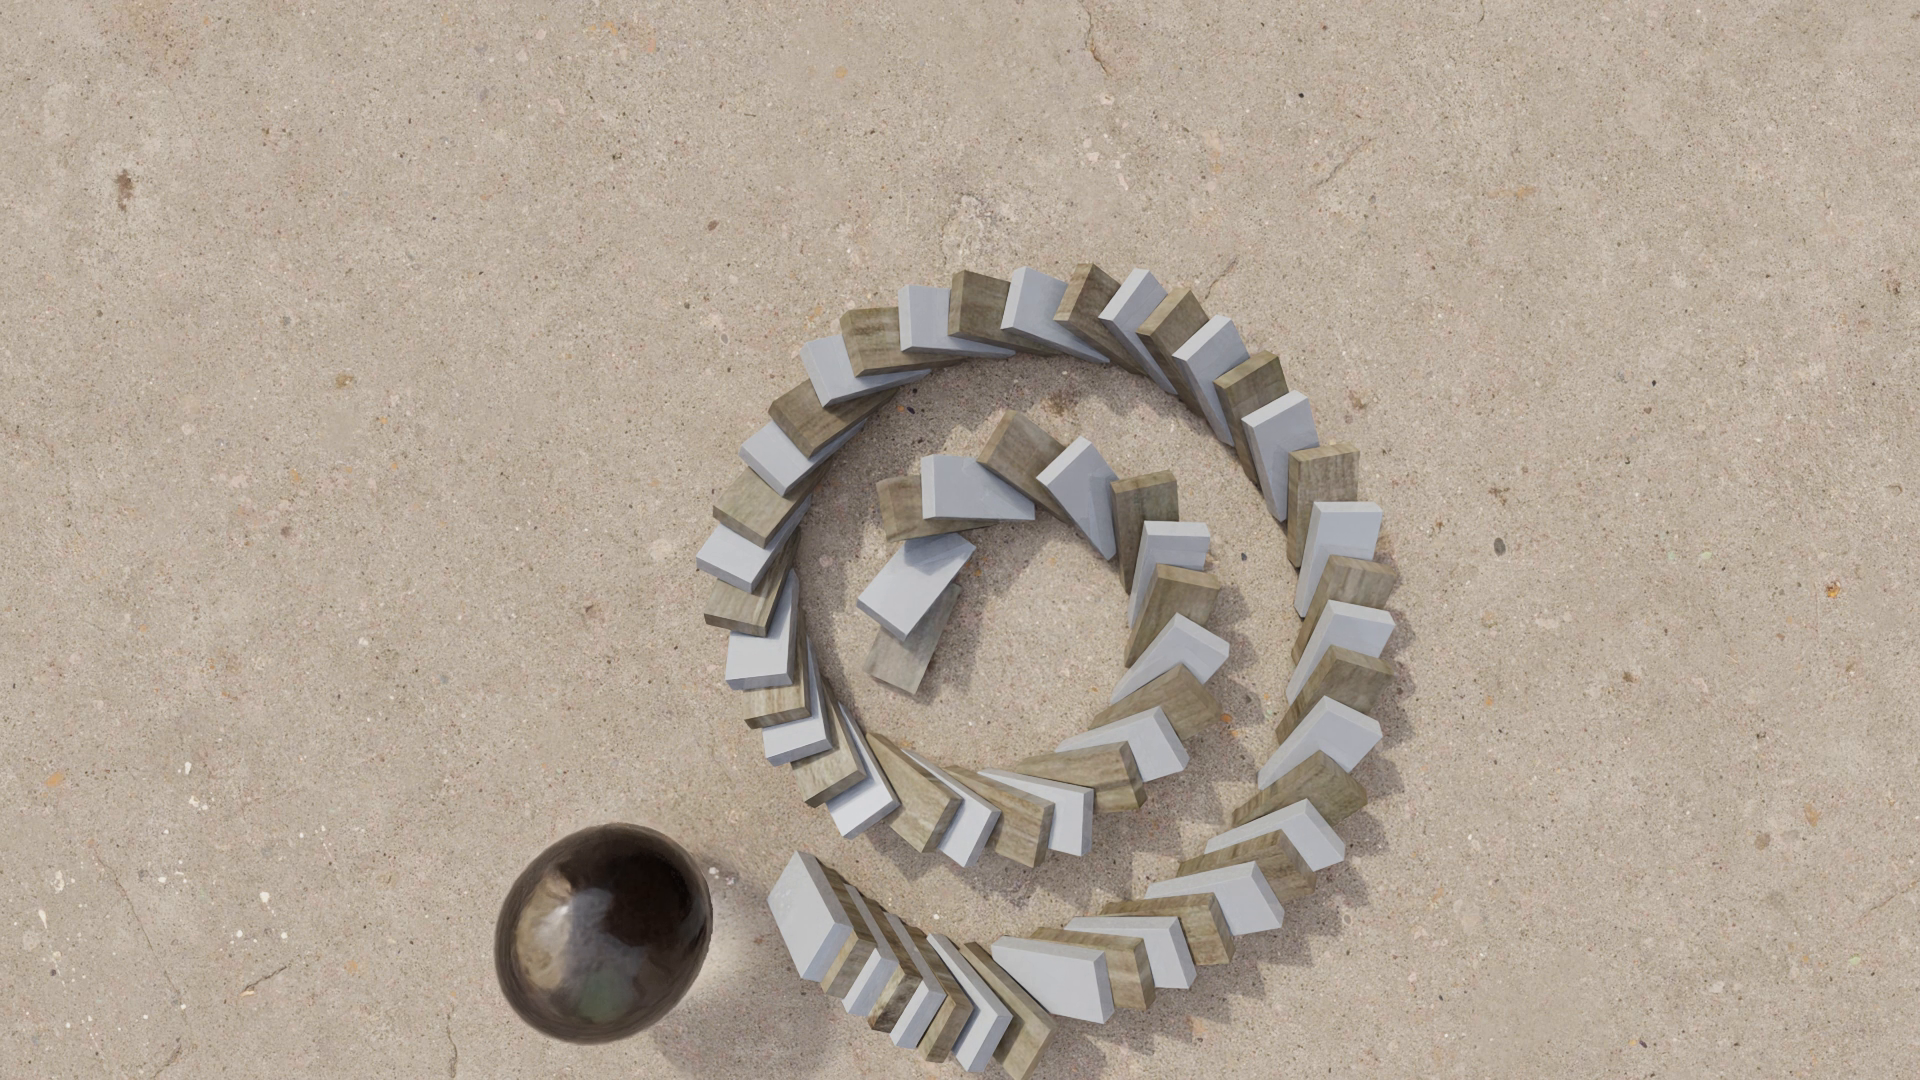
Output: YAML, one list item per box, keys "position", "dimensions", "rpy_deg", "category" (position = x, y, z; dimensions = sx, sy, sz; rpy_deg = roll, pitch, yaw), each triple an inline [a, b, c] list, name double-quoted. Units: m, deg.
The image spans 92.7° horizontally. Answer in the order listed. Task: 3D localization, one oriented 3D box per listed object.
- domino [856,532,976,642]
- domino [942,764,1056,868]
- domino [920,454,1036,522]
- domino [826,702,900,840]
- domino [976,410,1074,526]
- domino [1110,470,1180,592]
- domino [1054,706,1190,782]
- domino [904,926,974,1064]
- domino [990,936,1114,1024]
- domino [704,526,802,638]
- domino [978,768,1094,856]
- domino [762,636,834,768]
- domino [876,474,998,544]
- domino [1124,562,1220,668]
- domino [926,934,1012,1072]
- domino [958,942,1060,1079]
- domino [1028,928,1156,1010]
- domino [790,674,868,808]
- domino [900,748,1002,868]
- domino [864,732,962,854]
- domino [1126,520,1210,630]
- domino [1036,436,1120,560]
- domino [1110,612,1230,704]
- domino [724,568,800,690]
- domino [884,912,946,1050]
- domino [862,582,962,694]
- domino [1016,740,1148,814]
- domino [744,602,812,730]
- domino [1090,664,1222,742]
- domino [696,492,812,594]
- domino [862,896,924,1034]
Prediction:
- position: [-0.018, 0.015, 0.384]
  dimensions: [0.025, 0.010, 0.050]
  rpy_deg: [36, 64, 6]
  category: "domino"
- position: [0.013, 0.114, 0.382]
  dimensions: [0.050, 0.010, 0.025]
  rpy_deg: [12, 94, 33]
  category: "domino"
- position: [0.008, -0.021, 0.381]
  dimensions: [0.050, 0.010, 0.025]
  rpy_deg: [1, 84, -33]
  category: "domino"
- position: [-0.048, 0.096, 0.383]
  dimensions: [0.025, 0.009, 0.050]
  rpy_deg: [-36, 58, 0]
  category: "domino"
- position: [0.034, -0.030, 0.384]
  dimensions: [0.050, 0.009, 0.025]
  rpy_deg: [33, 85, -26]
  category: "domino"
- position: [0.078, -0.003, 0.383]
  dimensions: [0.025, 0.009, 0.050]
  rpy_deg: [-12, 122, 0]
  category: "domino"
- position: [0.067, 0.089, 0.382]
  dimensions: [0.050, 0.010, 0.025]
  rpy_deg: [-29, 92, 34]
  category: "domino"
- position: [-0.016, 0.185, 0.376]
  dimensions: [0.009, 0.050, 0.025]
  rpy_deg: [29, 90, -32]
  category: "domino"
- position: [0.038, 0.182, 0.381]
  dimensions: [0.050, 0.010, 0.025]
  rpy_deg: [-10, 90, 37]
  category: "domino"
- position: [-0.086, 0.014, 0.382]
  dimensions: [0.025, 0.010, 0.050]
  rpy_deg: [13, 56, 1]
  category: "domino"
- position: [0.030, 0.113, 0.382]
  dimensions: [0.050, 0.010, 0.025]
  rpy_deg: [3, 90, 34]
  category: "domino"
- position: [-0.070, 0.066, 0.381]
  dimensions: [0.025, 0.009, 0.050]
  rpy_deg: [-18, 53, 0]
  category: "domino"
- position: [-0.009, -0.015, 0.382]
  dimensions: [0.050, 0.009, 0.025]
  rpy_deg: [-9, 87, -34]
  category: "domino"
- position: [0.087, 0.034, 0.382]
  dimensions: [0.025, 0.009, 0.050]
  rpy_deg: [12, 126, 0]
  category: "domino"
- position: [-0.002, 0.189, 0.378]
  dimensions: [0.009, 0.050, 0.025]
  rpy_deg: [29, 90, -39]
  category: "domino"
- position: [0.015, 0.195, 0.381]
  dimensions: [0.050, 0.009, 0.025]
  rpy_deg: [32, 93, 36]
  category: "domino"
- position: [0.054, 0.178, 0.381]
  dimensions: [0.050, 0.010, 0.025]
  rpy_deg: [-12, 91, 37]
  category: "domino"
- position: [-0.060, 0.082, 0.381]
  dimensions: [0.025, 0.010, 0.050]
  rpy_deg: [-31, 53, 1]
  category: "domino"
- position: [-0.010, 0.111, 0.383]
  dimensions: [0.050, 0.009, 0.025]
  rpy_deg: [26, 90, 32]
  category: "domino"
- position: [-0.025, 0.104, 0.381]
  dimensions: [0.050, 0.009, 0.025]
  rpy_deg: [29, 92, 35]
  category: "domino"
- position: [0.086, 0.016, 0.381]
  dimensions: [0.025, 0.009, 0.050]
  rpy_deg: [2, 126, -1]
  category: "domino"
- position: [0.056, -0.017, 0.383]
  dimensions: [0.025, 0.009, 0.050]
  rpy_deg: [-44, 122, 0]
  category: "domino"
- position: [0.087, 0.056, 0.382]
  dimensions: [0.025, 0.010, 0.050]
  rpy_deg: [31, 124, 0]
  category: "domino"
- position: [-0.081, 0.037, 0.380]
  dimensions: [0.025, 0.009, 0.050]
  rpy_deg: [-7, 53, 4]
  category: "domino"
- position: [-0.026, 0.179, 0.376]
  dimensions: [0.010, 0.050, 0.025]
  rpy_deg: [31, 90, -31]
  category: "domino"
- position: [-0.021, 0.038, 0.395]
  dimensions: [0.025, 0.010, 0.050]
  rpy_deg: [24, 90, 0]
  category: "domino"
- position: [0.050, 0.101, 0.382]
  dimensions: [0.050, 0.009, 0.025]
  rpy_deg: [-19, 90, 33]
  category: "domino"
- position: [-0.077, 0.052, 0.381]
  dimensions: [0.025, 0.009, 0.050]
  rpy_deg: [-12, 53, 2]
  category: "domino"
- position: [0.081, 0.074, 0.381]
  dimensions: [0.025, 0.009, 0.050]
  rpy_deg: [47, 125, -3]
  category: "domino"
- position: [-0.085, -0.004, 0.382]
  dimensions: [0.025, 0.010, 0.050]
  rpy_deg: [25, 57, 4]
  category: "domino"
- position: [-0.035, 0.173, 0.376]
  dimensions: [0.009, 0.050, 0.025]
  rpy_deg: [31, 90, -31]
  category: "domino"
